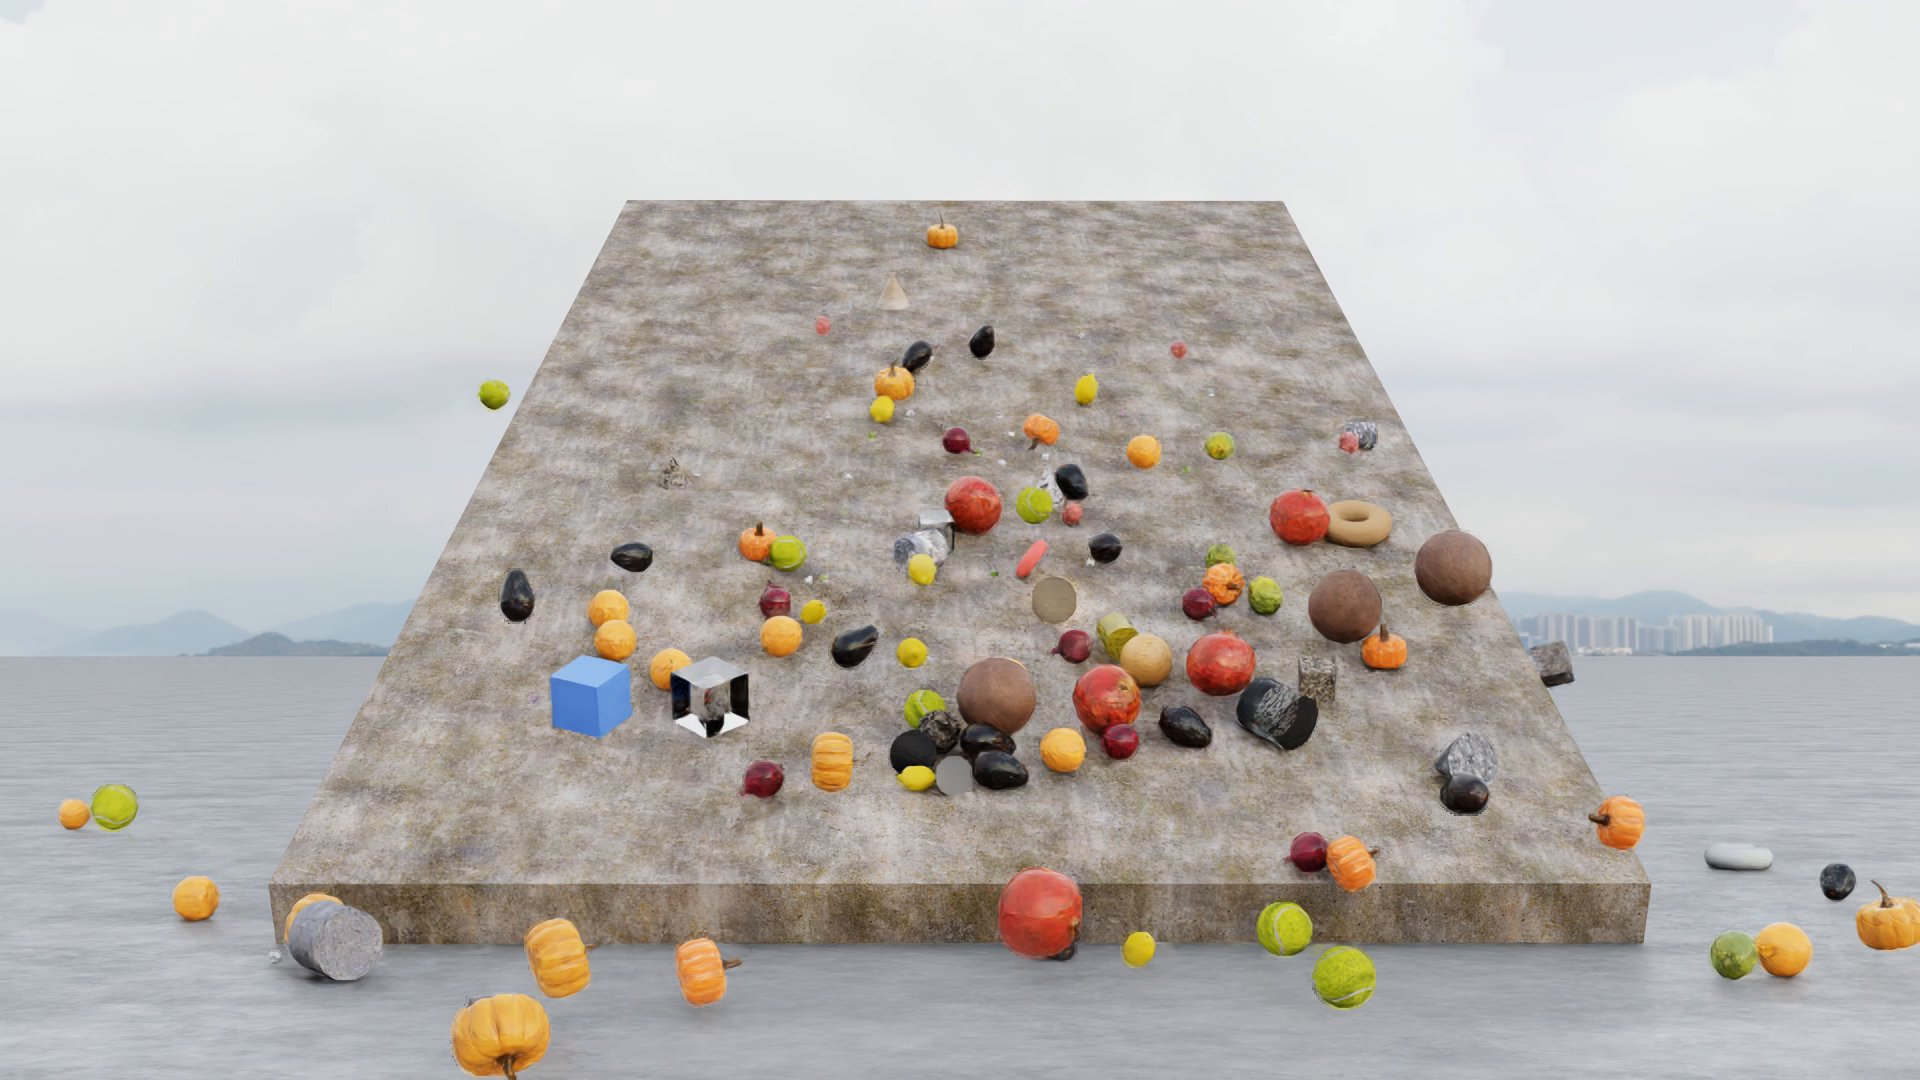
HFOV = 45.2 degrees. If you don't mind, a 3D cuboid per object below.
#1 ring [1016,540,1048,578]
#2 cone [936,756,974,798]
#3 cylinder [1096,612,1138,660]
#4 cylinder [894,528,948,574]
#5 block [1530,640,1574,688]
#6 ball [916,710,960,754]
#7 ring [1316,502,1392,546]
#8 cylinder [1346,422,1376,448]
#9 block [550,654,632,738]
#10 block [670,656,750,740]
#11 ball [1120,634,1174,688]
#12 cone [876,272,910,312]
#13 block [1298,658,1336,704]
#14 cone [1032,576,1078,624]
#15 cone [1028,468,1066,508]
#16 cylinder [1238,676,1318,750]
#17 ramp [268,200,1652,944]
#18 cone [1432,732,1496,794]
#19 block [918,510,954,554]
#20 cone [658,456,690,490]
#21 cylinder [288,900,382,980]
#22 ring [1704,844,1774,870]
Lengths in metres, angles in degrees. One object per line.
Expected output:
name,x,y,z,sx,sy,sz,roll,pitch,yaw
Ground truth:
ring,0.135,0.035,4.351,0.028,0.083,0.083,37,-2,2
cone,-0.020,0.369,3.602,0.064,0.064,0.064,1,-3,-22
cylinder,0.279,0.169,4.040,0.064,0.064,0.064,1,22,-14
cylinder,-0.074,0.021,4.377,0.073,0.073,0.073,-17,8,-37
block,1.042,0.219,4.050,0.058,0.058,0.058,-15,-28,18
ball,-0.034,0.308,3.695,0.071,0.071,0.071,0,-3,0
ring,0.778,-0.032,4.546,0.149,0.050,0.149,-2,26,1
cylinder,0.871,-0.228,5.007,0.055,0.055,0.055,-5,-2,-5
block,-0.606,0.256,3.787,0.092,0.092,0.092,11,25,24
block,-0.410,0.258,3.788,0.089,0.089,0.089,-20,30,-40
ball,0.317,0.205,3.918,0.091,0.091,0.091,0,-3,0
cone,-0.174,-0.650,5.975,0.092,0.092,0.092,0,23,0
block,0.602,0.237,3.885,0.057,0.057,0.057,2,23,3
cone,0.162,0.112,4.209,0.085,0.085,0.085,1,-5,-12
cone,0.179,-0.116,4.708,0.077,0.077,0.077,0,23,0
cylinder,0.514,0.280,3.736,0.092,0.092,0.092,2,17,-40
ramp,-0.007,-0.223,5.198,2.000,0.100,4.000,0,23,0
cone,0.774,0.353,3.626,0.097,0.097,0.097,2,-8,-29
block,-0.047,-0.015,4.483,0.064,0.064,0.064,-2,23,-5
cone,-0.595,-0.145,4.788,0.065,0.065,0.065,2,24,-1
cylinder,-0.813,0.520,2.998,0.092,0.092,0.092,2,-2,-37
ring,1.530,0.623,4.528,0.130,0.043,0.130,0,-1,0
